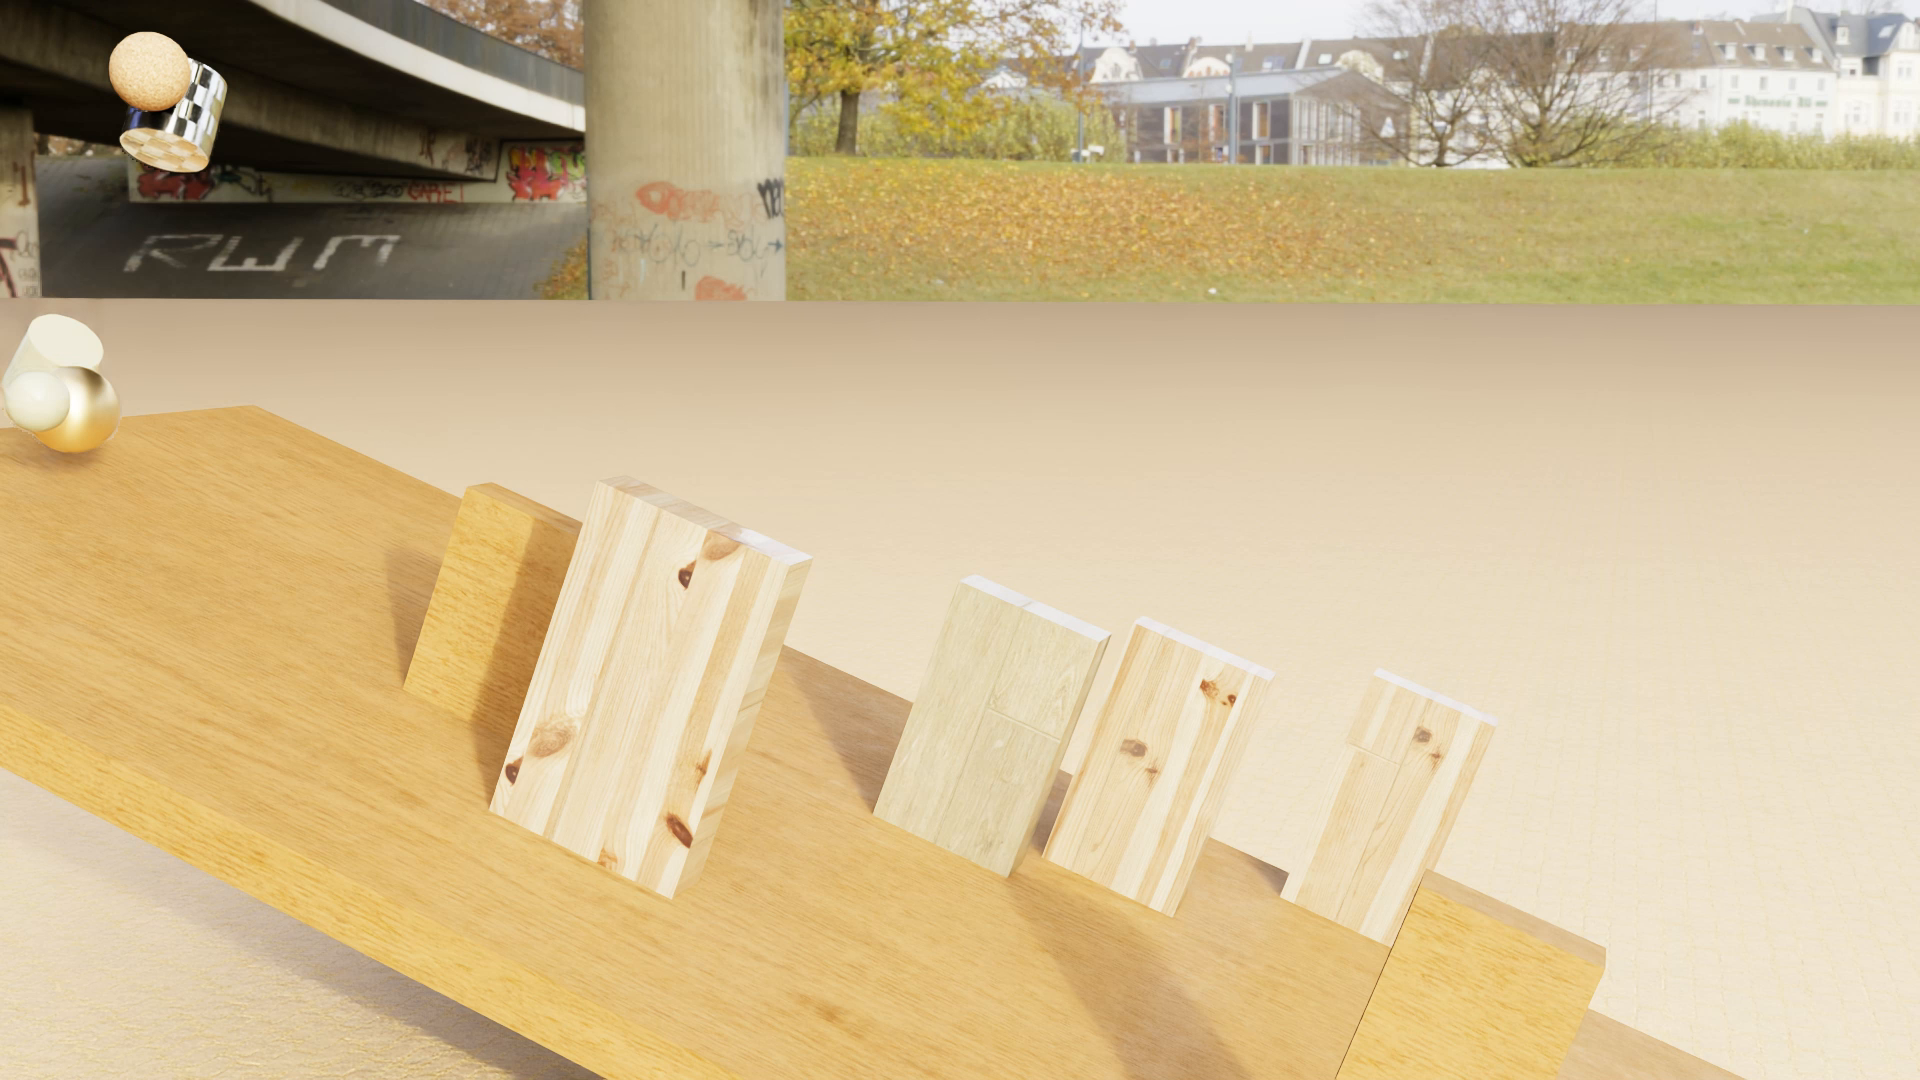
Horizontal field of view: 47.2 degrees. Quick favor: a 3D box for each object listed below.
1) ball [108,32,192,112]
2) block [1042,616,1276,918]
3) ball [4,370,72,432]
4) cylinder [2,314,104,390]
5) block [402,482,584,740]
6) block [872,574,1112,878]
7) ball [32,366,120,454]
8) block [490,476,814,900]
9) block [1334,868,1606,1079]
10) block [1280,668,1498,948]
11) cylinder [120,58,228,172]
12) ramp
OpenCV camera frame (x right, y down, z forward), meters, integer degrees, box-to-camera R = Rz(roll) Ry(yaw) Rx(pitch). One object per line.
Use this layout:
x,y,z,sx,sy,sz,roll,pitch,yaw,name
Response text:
-1.602,-0.927,4.351,0.154,0.154,0.154,0,7,0,ball
0.399,0.456,4.434,0.292,0.527,0.093,23,13,13,block
-1.732,-0.261,4.129,0.117,0.117,0.117,0,7,0,ball
-2.055,-0.393,4.981,0.166,0.166,0.166,-9,-32,-52,cylinder
-0.836,0.140,4.098,0.283,0.412,0.095,23,13,13,block
0.061,0.364,4.331,0.299,0.510,0.107,23,13,13,block
-1.805,-0.266,4.473,0.179,0.179,0.179,0,7,0,ball
-0.522,0.244,3.690,0.361,0.609,0.110,23,13,13,block
0.665,0.809,3.125,0.267,0.621,0.098,23,13,13,block
0.919,0.577,4.720,0.274,0.534,0.090,23,13,13,block
-1.610,-0.873,4.507,0.174,0.174,0.174,6,-20,2,cylinder
-0.323,0.584,4.205,4.000,0.100,2.000,23,13,13,ramp
